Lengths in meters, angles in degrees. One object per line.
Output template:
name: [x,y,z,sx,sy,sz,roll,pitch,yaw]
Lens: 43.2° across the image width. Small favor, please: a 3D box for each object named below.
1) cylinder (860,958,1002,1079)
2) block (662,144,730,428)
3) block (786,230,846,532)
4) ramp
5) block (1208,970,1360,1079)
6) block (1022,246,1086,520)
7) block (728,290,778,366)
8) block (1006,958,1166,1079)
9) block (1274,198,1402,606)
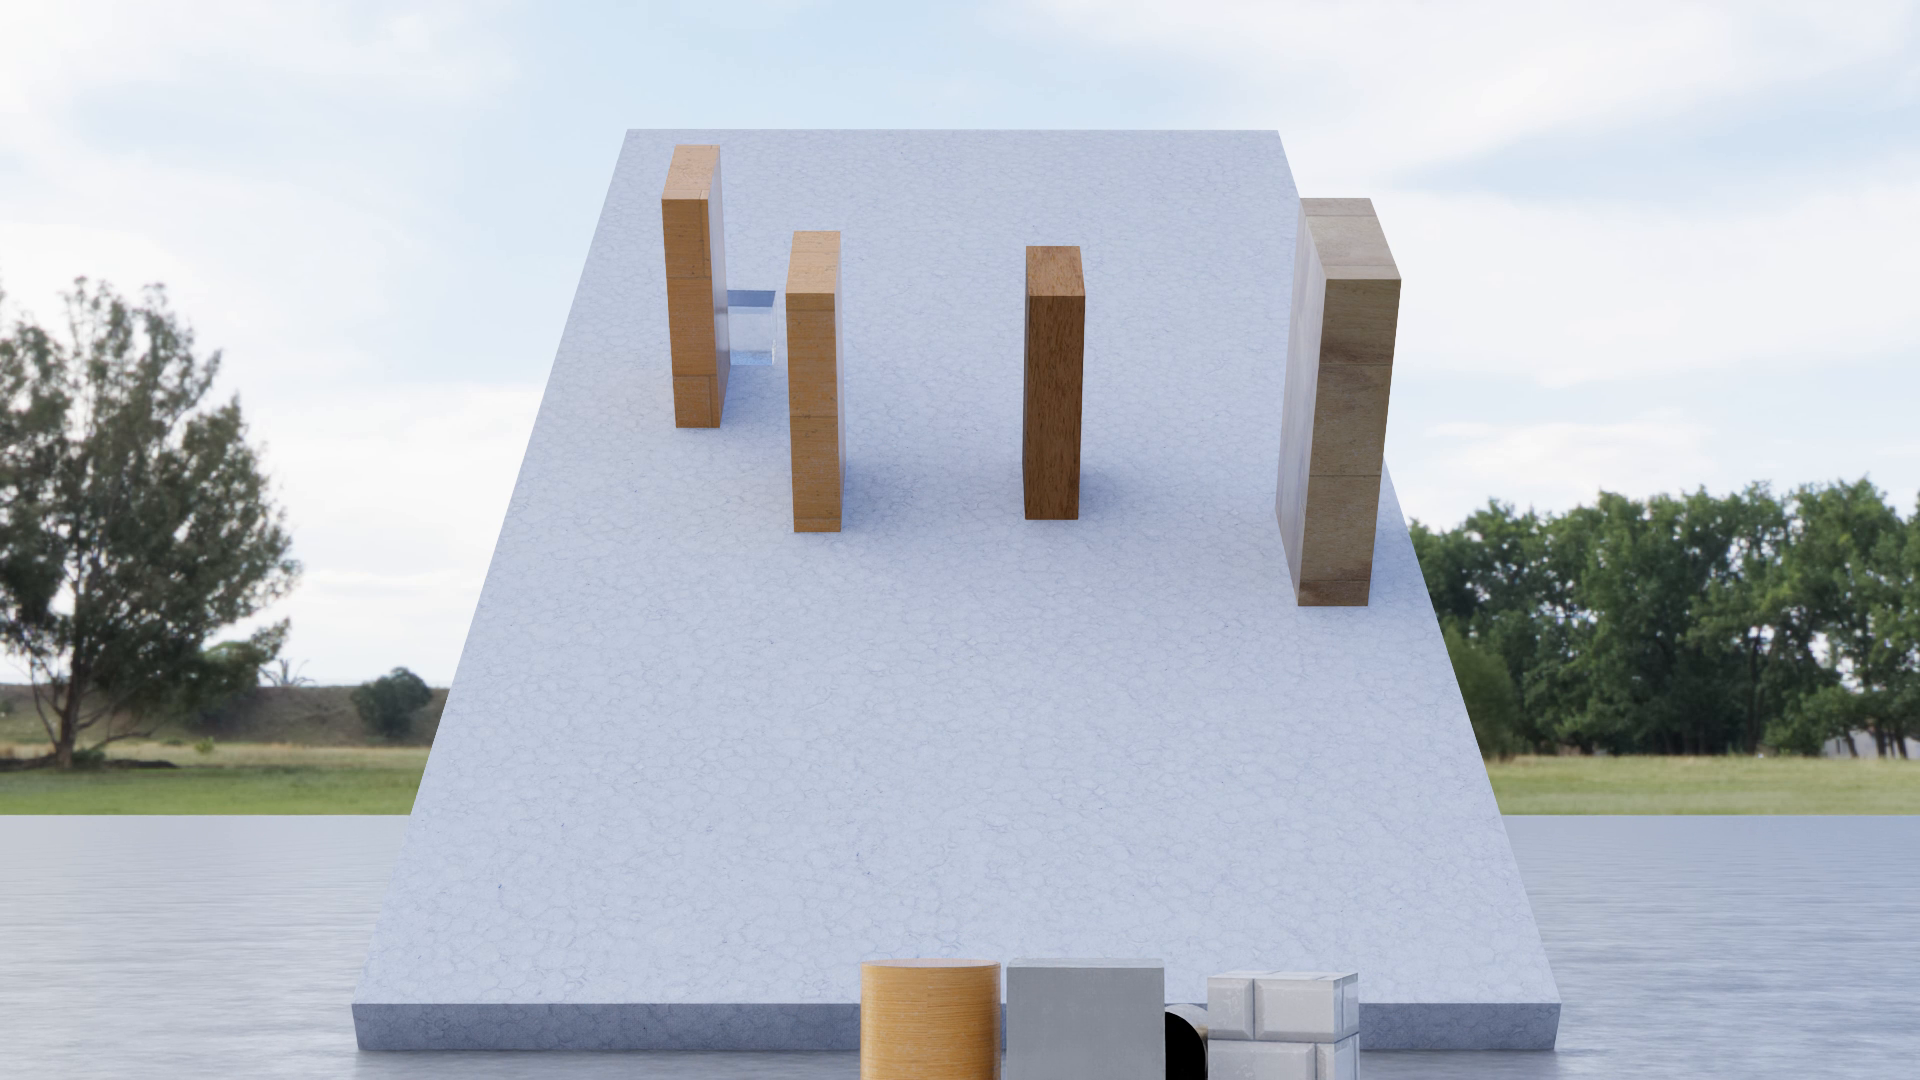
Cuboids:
cylinder: [-0.040,0.671,3.289,0.191,0.191,0.191,0,-6,0]
block: [-0.622,-0.602,5.749,0.105,0.581,0.335,0,30,0]
block: [-0.314,-0.348,5.324,0.103,0.575,0.327,0,30,0]
ramp: [-0.014,-0.206,5.750,2.000,0.100,4.000,0,30,0]
block: [0.445,0.684,3.323,0.172,0.172,0.172,-2,-7,20]
block: [0.204,-0.346,5.354,0.118,0.545,0.261,0,30,0]
block: [-0.535,-0.532,6.065,0.140,0.140,0.140,1,30,1]
block: [0.165,0.651,3.154,0.200,0.200,0.200,0,-6,4]
block: [0.780,-0.287,5.058,0.147,0.747,0.410,0,30,0]
